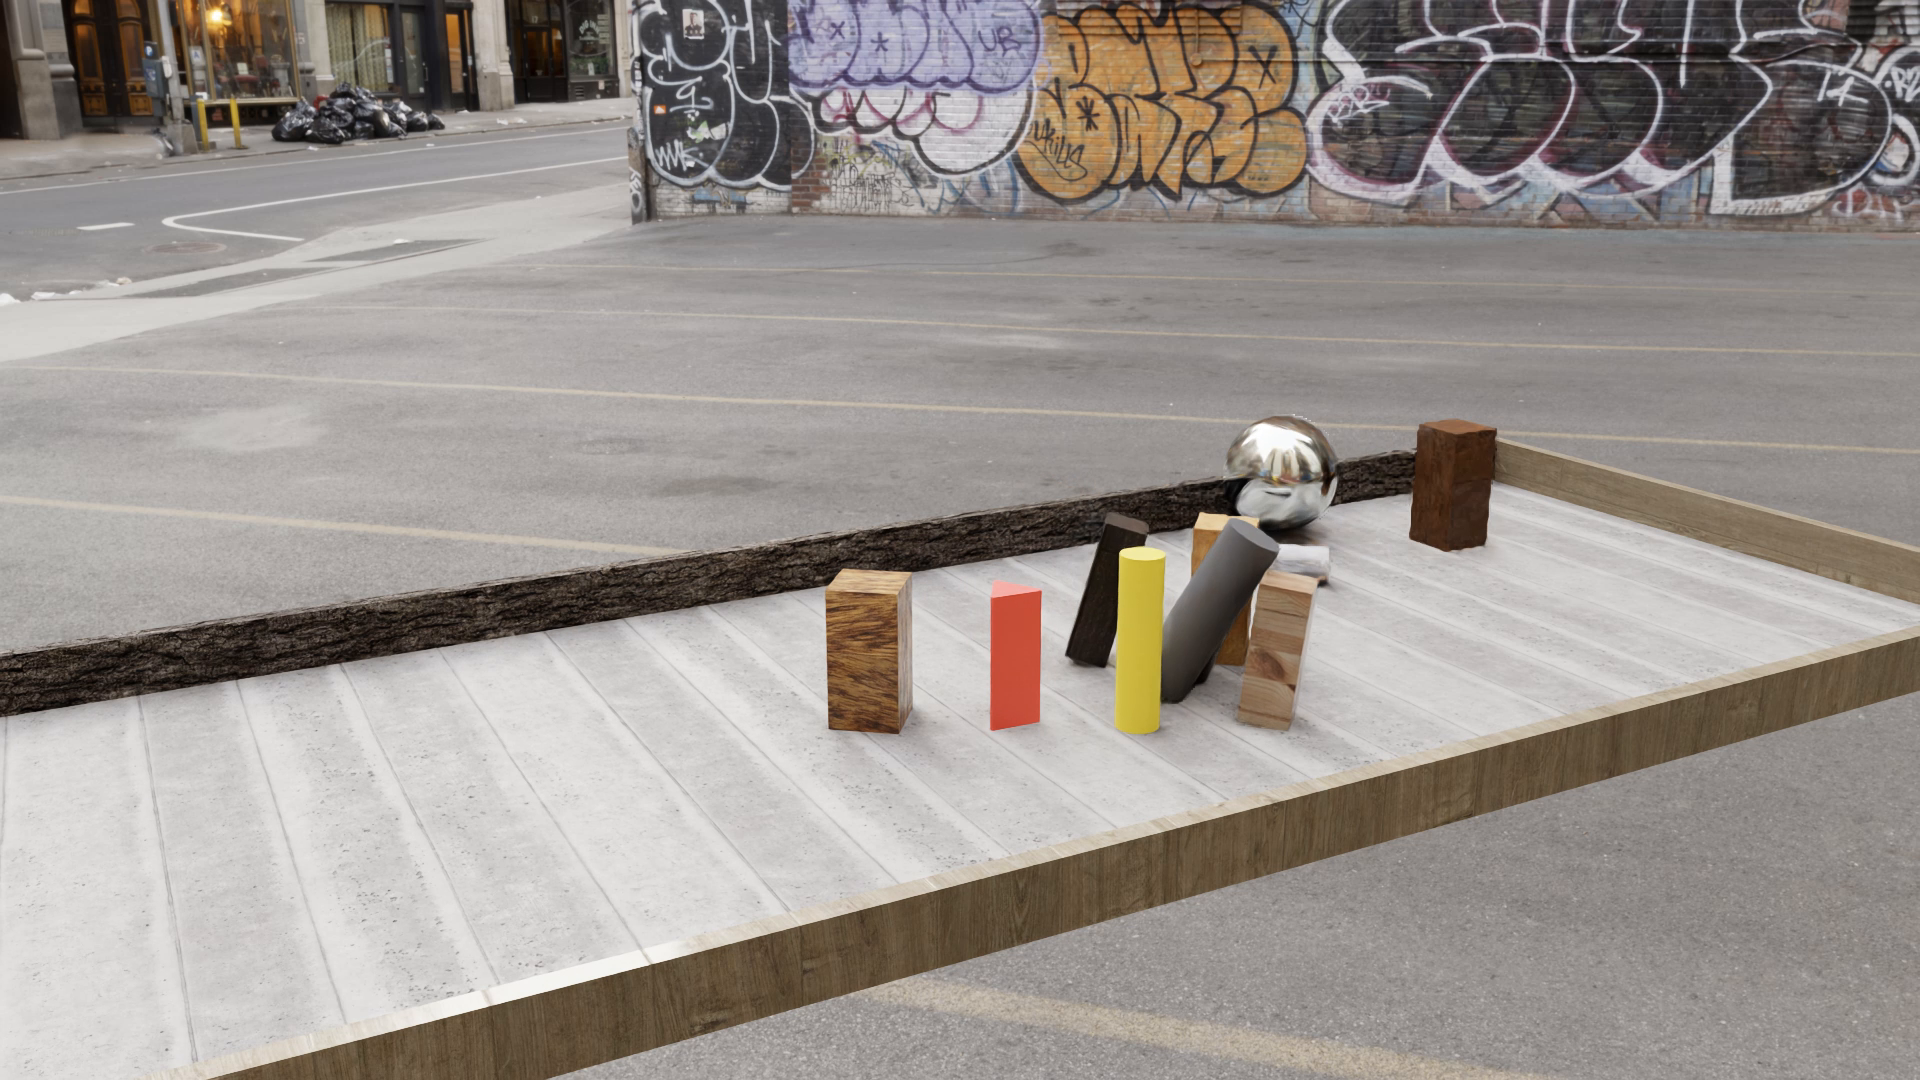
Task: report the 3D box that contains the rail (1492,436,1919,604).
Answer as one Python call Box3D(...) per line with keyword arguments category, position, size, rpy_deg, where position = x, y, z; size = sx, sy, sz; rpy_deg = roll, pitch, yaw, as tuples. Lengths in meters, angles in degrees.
Box3D(category="rail", position=(2.466, -0.048, 5.253), size=(0.050, 0.150, 2.100), rpy_deg=(-9, 18, -27))

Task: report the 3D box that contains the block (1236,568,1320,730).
Box3D(category="block", position=(0.743, 0.256, 3.858), size=(0.122, 0.342, 0.122), rpy_deg=(11, 19, 16))

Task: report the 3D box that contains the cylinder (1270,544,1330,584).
Box3D(category="cylinder", position=(0.927, 0.064, 4.937), size=(0.346, 0.109, 0.109), rpy_deg=(4, 17, 14))

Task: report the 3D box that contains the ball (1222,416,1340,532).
Box3D(category="ball", position=(1.045, -0.217, 5.378), size=(0.375, 0.375, 0.375), rpy_deg=(0, 16, 0))

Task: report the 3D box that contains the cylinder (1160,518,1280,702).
Box3D(category="cylinder", position=(0.591, 0.170, 3.963), size=(0.141, 0.446, 0.141), rpy_deg=(26, 20, -10))

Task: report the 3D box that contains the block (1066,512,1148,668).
Box3D(category="block", position=(0.376, 0.128, 4.228), size=(0.108, 0.373, 0.108), rpy_deg=(17, 19, 3))

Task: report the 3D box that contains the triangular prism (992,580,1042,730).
Box3D(category="triangular prism", position=(0.107, 0.266, 3.872), size=(0.129, 0.327, 0.112), rpy_deg=(-8, 18, -25))

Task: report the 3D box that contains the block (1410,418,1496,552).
Box3D(category="block", position=(1.575, -0.177, 5.278), size=(0.168, 0.382, 0.168), rpy_deg=(-8, 18, -27))

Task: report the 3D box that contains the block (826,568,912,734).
Box3D(category="block", position=(-0.210, 0.259, 3.868), size=(0.168, 0.341, 0.168), rpy_deg=(3, 17, 9))

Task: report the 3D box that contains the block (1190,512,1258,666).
Box3D(category="block", position=(0.679, 0.128, 4.280), size=(0.153, 0.357, 0.153), rpy_deg=(6, 17, 13))

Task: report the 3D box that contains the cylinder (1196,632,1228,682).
Box3D(category="cylinder", position=(0.629, 0.178, 4.126), size=(0.120, 0.331, 0.120), rpy_deg=(23, 9, -4))

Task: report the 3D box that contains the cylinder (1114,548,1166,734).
Box3D(category="cylinder", position=(0.415, 0.233, 3.815), size=(0.105, 0.421, 0.105), rpy_deg=(0, 16, 0))

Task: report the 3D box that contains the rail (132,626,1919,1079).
Box3D(category="rail", position=(-2.336, 1.006, 1.665), size=(12.000, 0.150, 0.050), rpy_deg=(-9, 18, -27))

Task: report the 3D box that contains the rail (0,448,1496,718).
Box3D(category="rail", position=(-3.305, 0.497, 3.399), size=(12.000, 0.150, 0.050), rpy_deg=(-9, 18, -27))
